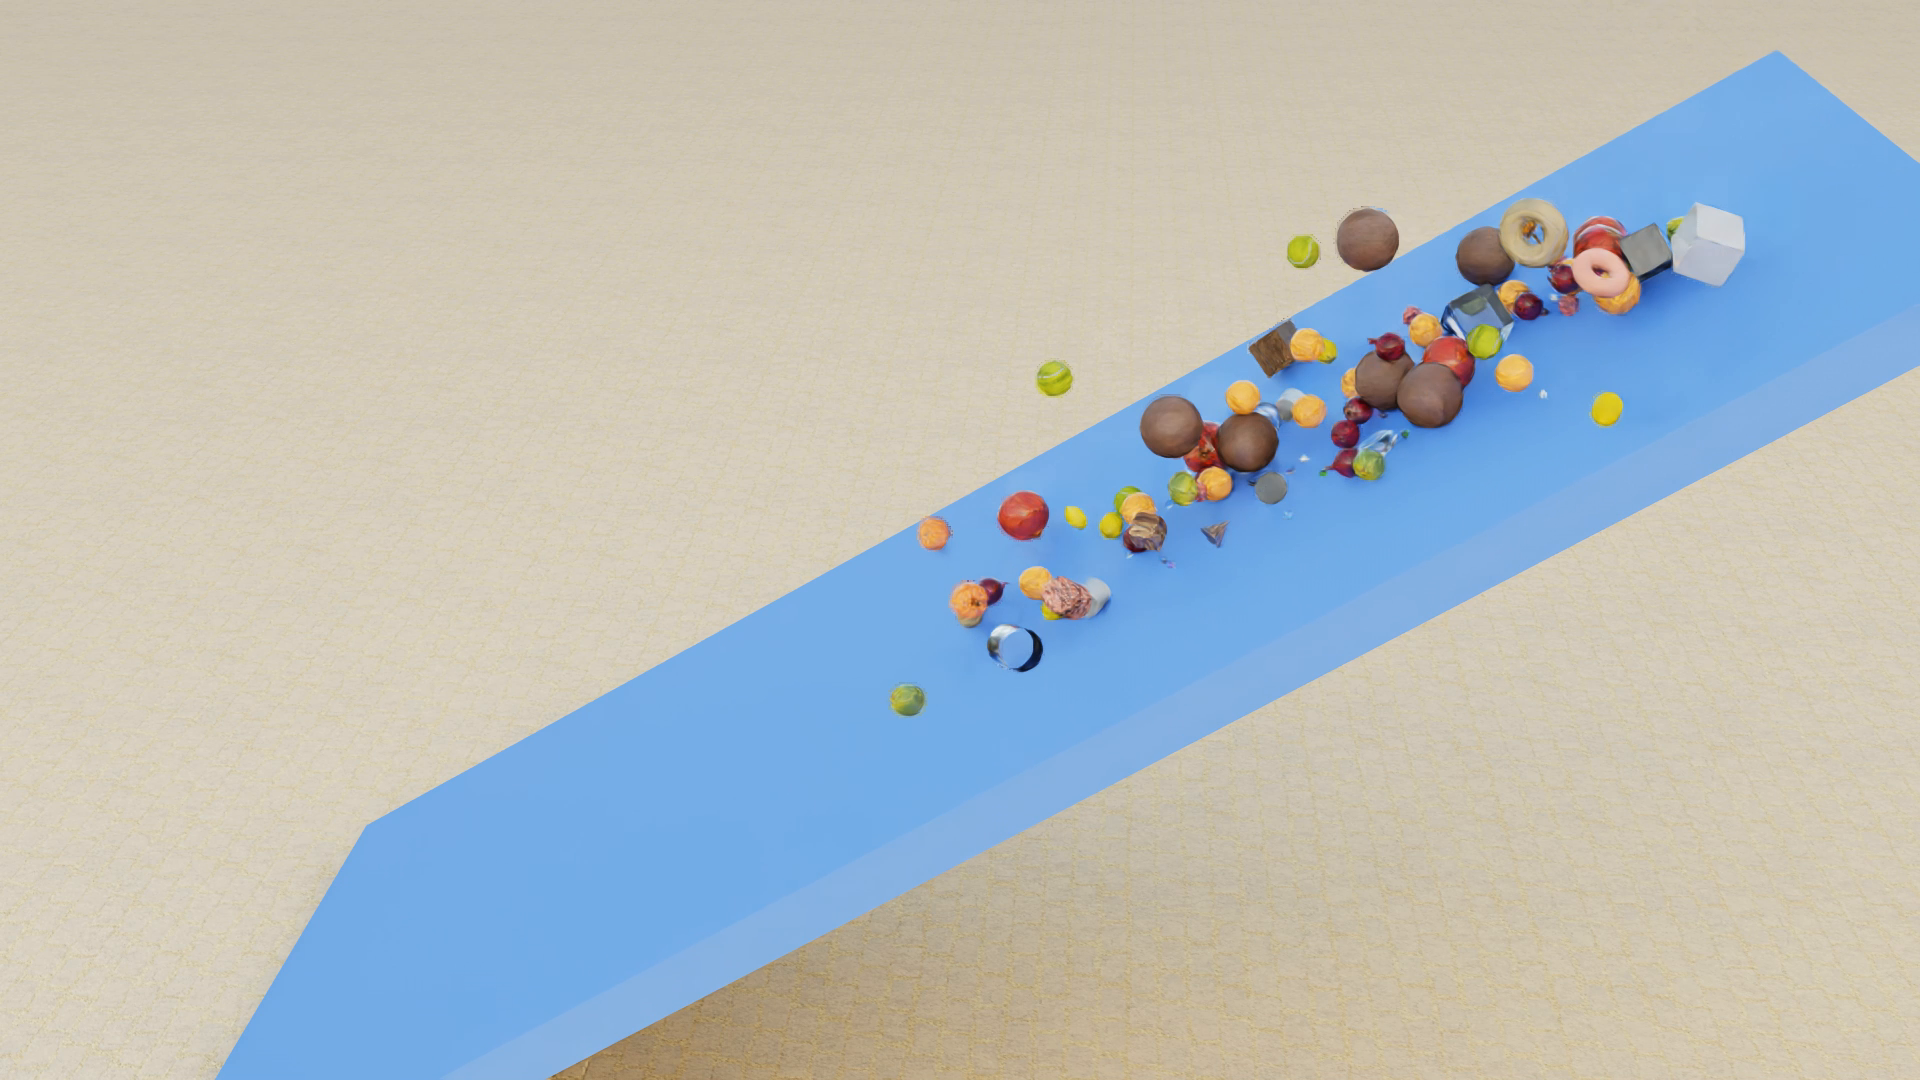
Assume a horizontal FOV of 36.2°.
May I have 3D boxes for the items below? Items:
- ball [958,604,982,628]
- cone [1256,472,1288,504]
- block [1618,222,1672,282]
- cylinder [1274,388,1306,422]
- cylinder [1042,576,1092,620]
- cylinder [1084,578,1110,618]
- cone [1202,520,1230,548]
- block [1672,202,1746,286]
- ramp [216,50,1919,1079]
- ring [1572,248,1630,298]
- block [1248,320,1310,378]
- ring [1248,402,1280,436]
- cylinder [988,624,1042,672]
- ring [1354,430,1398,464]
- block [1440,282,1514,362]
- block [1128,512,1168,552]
[{"bbox_3d":[0.021,0.162,6.246,0.054,0.054,0.054,0,19,0],"label":"ball"},{"bbox_3d":[0.630,-0.100,5.911,0.065,0.065,0.065,5,-5,14],"label":"cone"},{"bbox_3d":[1.354,-0.566,5.796,0.081,0.081,0.081,-28,-11,12],"label":"block"},{"bbox_3d":[0.710,-0.291,6.323,0.054,0.054,0.054,9,32,24],"label":"cylinder"},{"bbox_3d":[0.210,0.115,5.773,0.071,0.071,0.071,12,-8,32],"label":"cylinder"},{"bbox_3d":[0.264,0.116,5.895,0.057,0.057,0.057,9,34,25],"label":"cylinder"},{"bbox_3d":[0.515,-0.021,5.827,0.052,0.052,0.052,-42,30,-7],"label":"cone"},{"bbox_3d":[1.409,-0.556,5.539,0.097,0.097,0.097,17,47,-8],"label":"block"},{"bbox_3d":[0.142,0.168,6.286,4.000,0.100,2.000,-29,15,12],"label":"ramp"},{"bbox_3d":[1.199,-0.499,5.499,0.112,0.037,0.112,6,52,-8],"label":"ring"},{"bbox_3d":[0.722,-0.433,6.650,0.085,0.085,0.085,-34,0,35],"label":"block"},{"bbox_3d":[0.650,-0.258,6.274,0.076,0.076,0.025,13,28,34],"label":"ring"},{"bbox_3d":[0.109,0.213,5.828,0.086,0.086,0.086,-7,8,-18],"label":"cylinder"},{"bbox_3d":[0.819,-0.184,5.797,0.095,0.032,0.095,-32,11,7],"label":"ring"},{"bbox_3d":[1.042,-0.439,5.928,0.098,0.098,0.098,-27,-17,-9],"label":"block"},{"bbox_3d":[0.385,-0.017,6.007,0.055,0.055,0.055,11,66,26],"label":"block"}]
